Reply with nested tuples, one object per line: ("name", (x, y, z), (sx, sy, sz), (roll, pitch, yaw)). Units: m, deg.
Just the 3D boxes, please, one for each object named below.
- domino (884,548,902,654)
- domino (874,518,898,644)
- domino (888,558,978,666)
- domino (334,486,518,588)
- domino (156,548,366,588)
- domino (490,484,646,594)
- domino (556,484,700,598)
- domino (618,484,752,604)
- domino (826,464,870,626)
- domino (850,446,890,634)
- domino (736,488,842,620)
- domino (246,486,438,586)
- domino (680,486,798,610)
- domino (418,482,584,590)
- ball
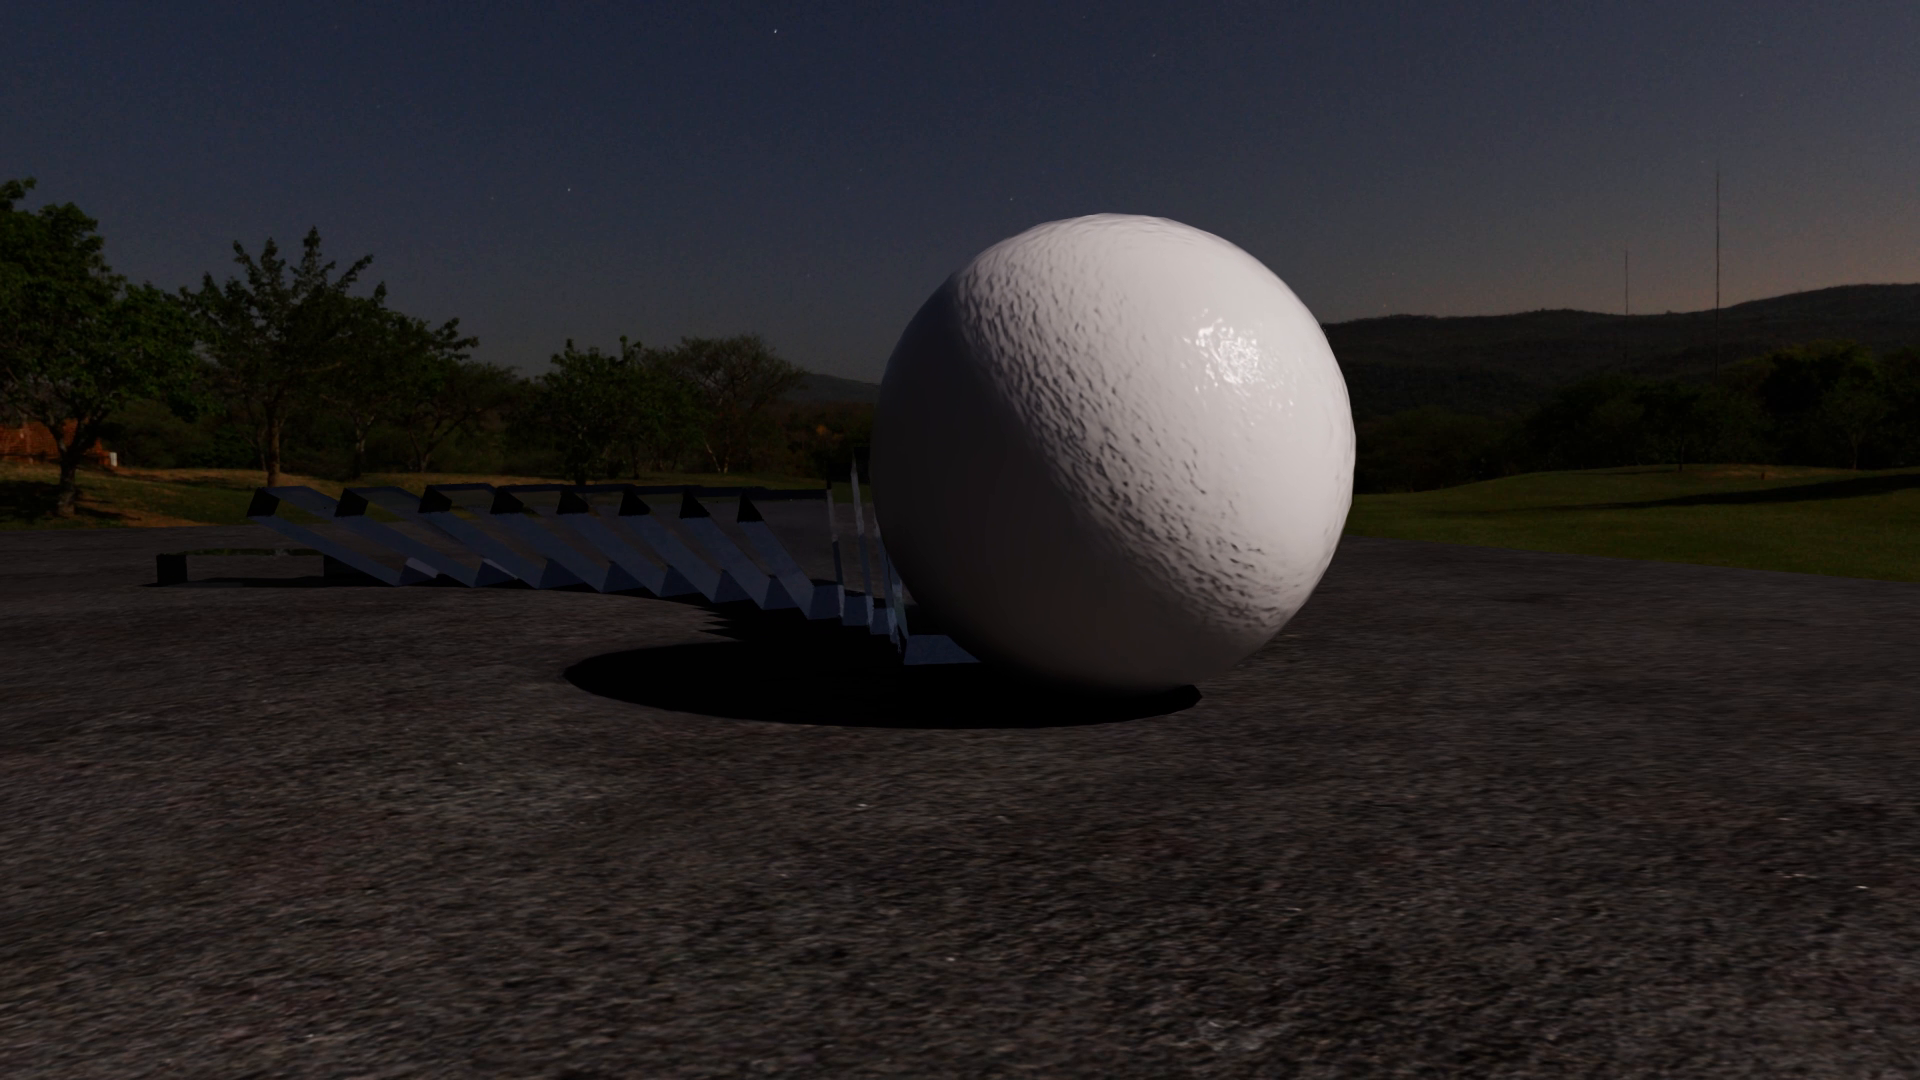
("domino", (-0.003, 0.001, 0.276), (0.025, 0.009, 0.050), (-1, 49, -12))
("domino", (-0.005, 0.000, 0.289), (0.025, 0.009, 0.050), (-1, 49, -11))
("domino", (-0.002, 0.002, 0.262), (0.025, 0.009, 0.050), (-1, 49, -12))
("domino", (-0.162, -0.002, 0.395), (0.050, 0.009, 0.025), (25, 9, 9))
("domino", (-0.213, 0.008, 0.392), (0.050, 0.009, 0.025), (0, 4, 1))
("domino", (-0.114, -0.001, 0.386), (0.050, 0.009, 0.025), (30, 18, 24))
("domino", (-0.093, -0.001, 0.377), (0.050, 0.009, 0.025), (33, 22, 30))
("domino", (-0.072, 0.000, 0.365), (0.025, 0.009, 0.050), (-5, 32, -47))
("domino", (-0.018, 0.000, 0.317), (0.025, 0.010, 0.050), (0, 41, -11))
("domino", (-0.011, -0.001, 0.302), (0.025, 0.009, 0.050), (-1, 49, -12))
("domino", (-0.037, 0.003, 0.333), (0.025, 0.010, 0.050), (-3, 30, -31))
("domino", (-0.187, -0.002, 0.394), (0.050, 0.009, 0.025), (25, 5, 1))
("domino", (-0.054, 0.001, 0.350), (0.025, 0.009, 0.050), (-3, 31, -39))
("domino", (-0.137, -0.002, 0.392), (0.050, 0.009, 0.025), (29, 14, 19))
("ball", (0.025, -0.014, 0.215), (0.080, 0.080, 0.080), (0, 4, 0))
